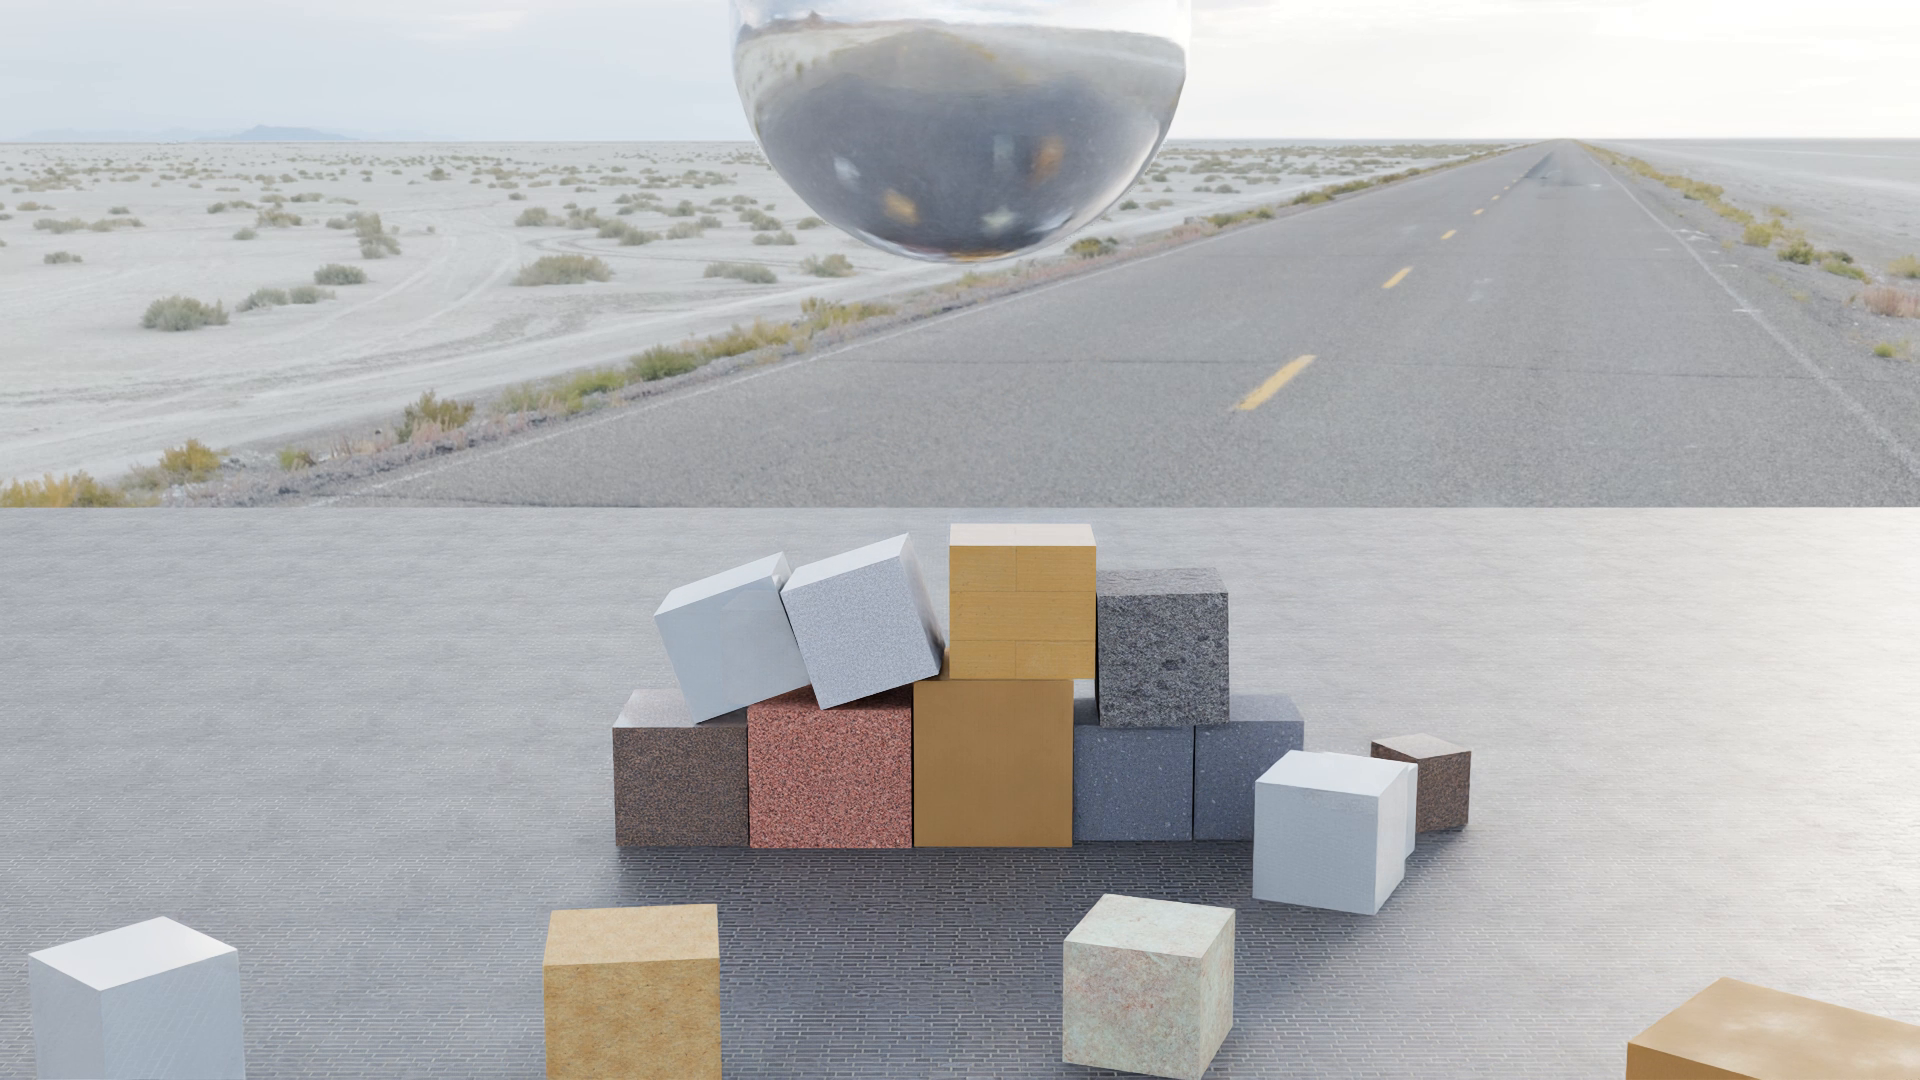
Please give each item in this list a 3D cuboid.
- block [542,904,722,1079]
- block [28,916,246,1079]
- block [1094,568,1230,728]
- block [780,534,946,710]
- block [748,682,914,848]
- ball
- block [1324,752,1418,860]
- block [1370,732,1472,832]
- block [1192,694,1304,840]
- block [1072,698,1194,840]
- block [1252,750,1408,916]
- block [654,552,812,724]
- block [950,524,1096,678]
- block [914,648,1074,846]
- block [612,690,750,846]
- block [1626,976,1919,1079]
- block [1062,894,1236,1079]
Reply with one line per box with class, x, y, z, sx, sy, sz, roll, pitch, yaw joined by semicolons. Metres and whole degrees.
block;-1.213;1.757;8.215;0.626;0.603;0.577;-1;10;-7
block;-3.072;1.792;8.217;0.540;0.534;0.541;9;14;41
block;1.021;0.541;11.269;0.648;0.673;0.658;-2;10;1
block;-0.479;0.403;11.153;0.617;0.624;0.641;-17;9;6
block;-0.650;1.122;11.395;0.812;0.715;0.833;0;10;0
ball;0.000;-1.757;7.598;1.600;1.600;1.600;0;10;0
block;1.967;1.347;10.909;0.480;0.447;0.418;5;12;28
block;2.403;1.266;11.502;0.345;0.394;0.389;-5;12;-26
block;1.461;1.169;11.404;0.548;0.620;0.540;0;10;0
block;0.875;1.179;11.389;0.605;0.605;0.556;0;10;0
block;1.759;1.375;10.420;0.580;0.567;0.589;5;11;24
block;-1.129;0.490;11.277;0.629;0.586;0.629;-19;10;4
block;0.313;0.304;11.214;0.725;0.676;0.626;0;10;0
block;0.170;1.056;11.360;0.795;0.858;0.742;0;10;1
block;-1.400;1.169;11.412;0.670;0.617;0.777;0;10;0
block;2.546;1.918;6.754;0.762;0.810;0.711;9;14;41
block;0.745;1.741;8.616;0.539;0.492;0.567;4;11;20
